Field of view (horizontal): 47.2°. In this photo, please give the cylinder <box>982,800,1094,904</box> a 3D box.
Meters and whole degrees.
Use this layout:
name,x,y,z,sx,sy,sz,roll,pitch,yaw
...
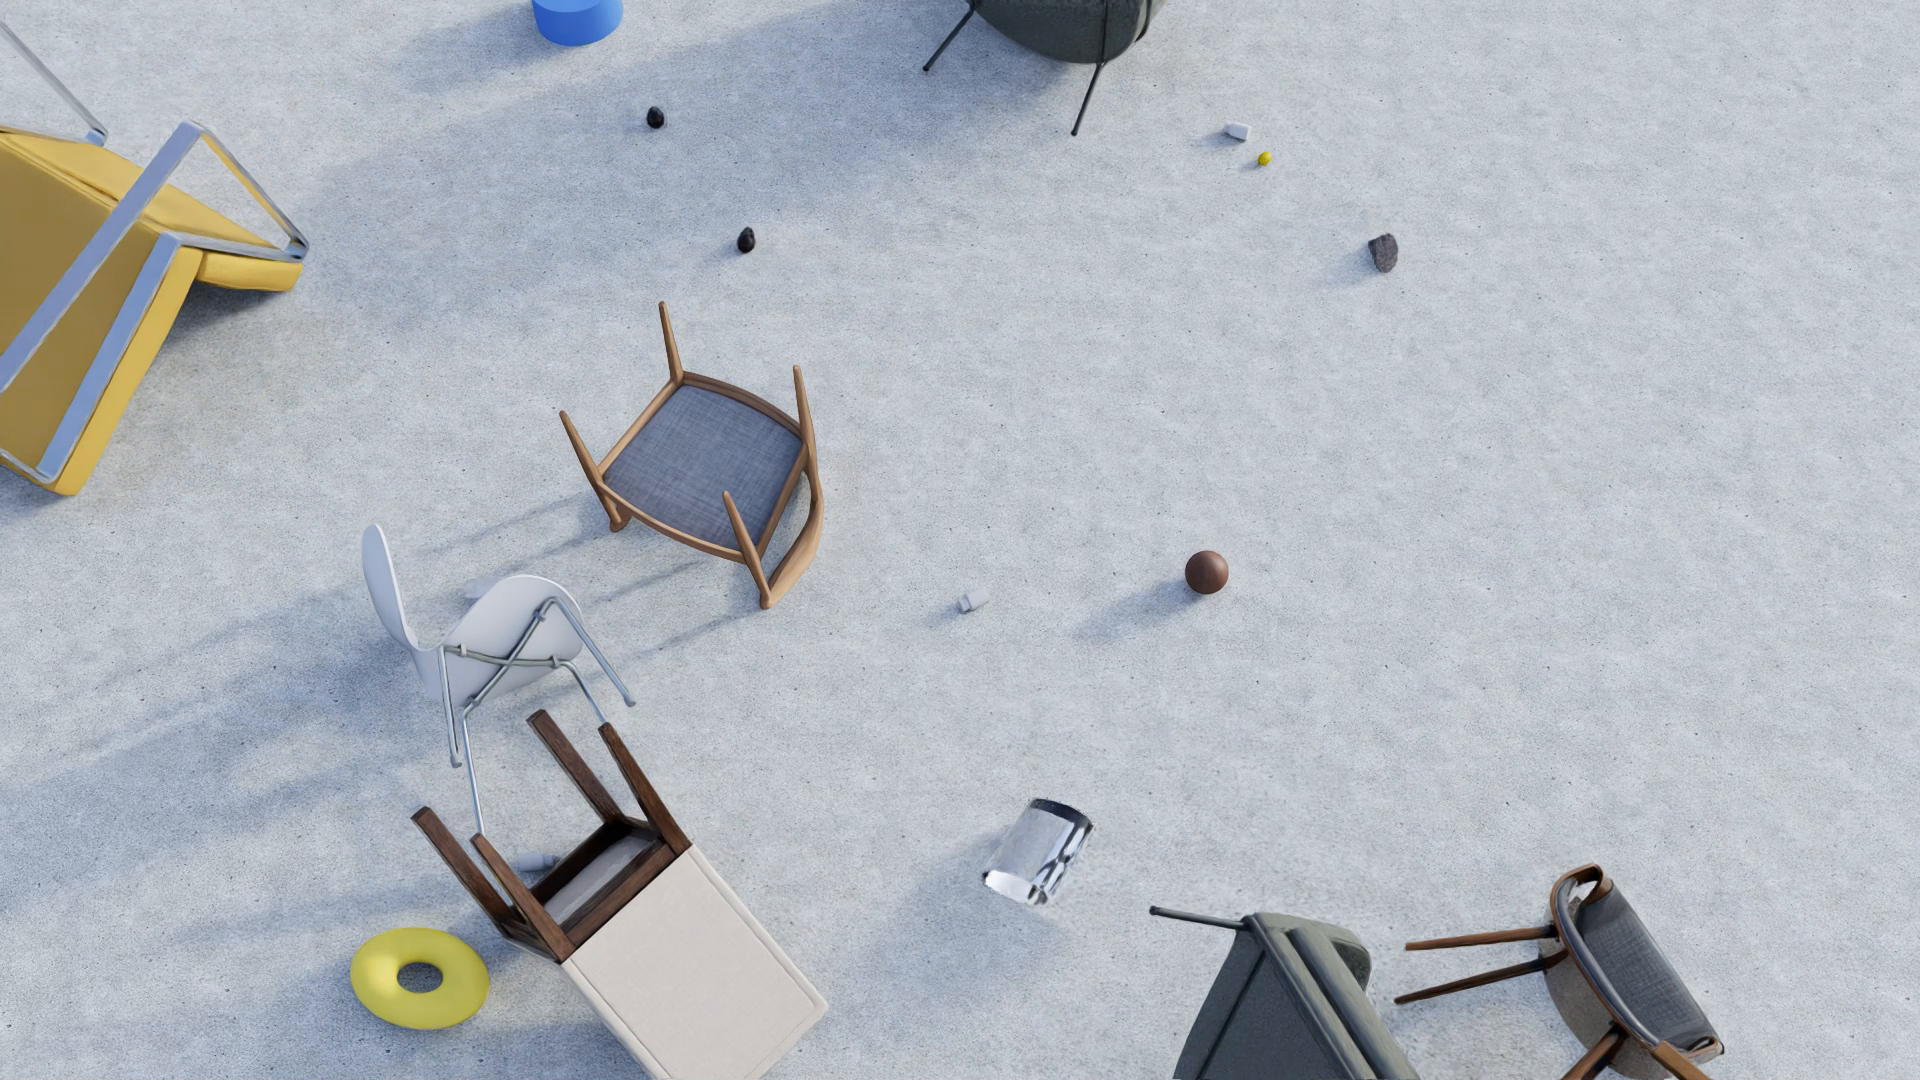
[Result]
name,x,y,z,sx,sy,sz,roll,pitch,yaw
cylinder,0.209,0.838,5.913,0.223,0.135,0.248,5,49,42

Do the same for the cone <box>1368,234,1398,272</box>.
name,x,y,z,sx,sy,sz,roll,pitch,yaw
cone,1.364,-0.957,7.180,0.081,0.135,0.127,-17,30,-11

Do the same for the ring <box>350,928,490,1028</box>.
name,x,y,z,sx,sy,sz,roll,pitch,yaw
ring,-1.412,1.145,5.751,0.379,0.092,0.271,14,56,10

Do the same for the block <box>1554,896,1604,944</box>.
name,x,y,z,sx,sy,sz,roll,pitch,yaw
block,1.651,1.014,5.868,0.083,0.041,0.091,-38,64,-22

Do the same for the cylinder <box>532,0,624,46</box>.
name,x,y,z,sx,sy,sz,roll,pitch,yaw
cylinder,-1.352,-1.910,7.761,0.298,0.157,0.318,35,63,21

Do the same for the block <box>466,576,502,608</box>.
name,x,y,z,sx,sy,sz,roll,pitch,yaw
block,-1.396,0.152,6.443,0.094,0.048,0.066,-5,56,-4
